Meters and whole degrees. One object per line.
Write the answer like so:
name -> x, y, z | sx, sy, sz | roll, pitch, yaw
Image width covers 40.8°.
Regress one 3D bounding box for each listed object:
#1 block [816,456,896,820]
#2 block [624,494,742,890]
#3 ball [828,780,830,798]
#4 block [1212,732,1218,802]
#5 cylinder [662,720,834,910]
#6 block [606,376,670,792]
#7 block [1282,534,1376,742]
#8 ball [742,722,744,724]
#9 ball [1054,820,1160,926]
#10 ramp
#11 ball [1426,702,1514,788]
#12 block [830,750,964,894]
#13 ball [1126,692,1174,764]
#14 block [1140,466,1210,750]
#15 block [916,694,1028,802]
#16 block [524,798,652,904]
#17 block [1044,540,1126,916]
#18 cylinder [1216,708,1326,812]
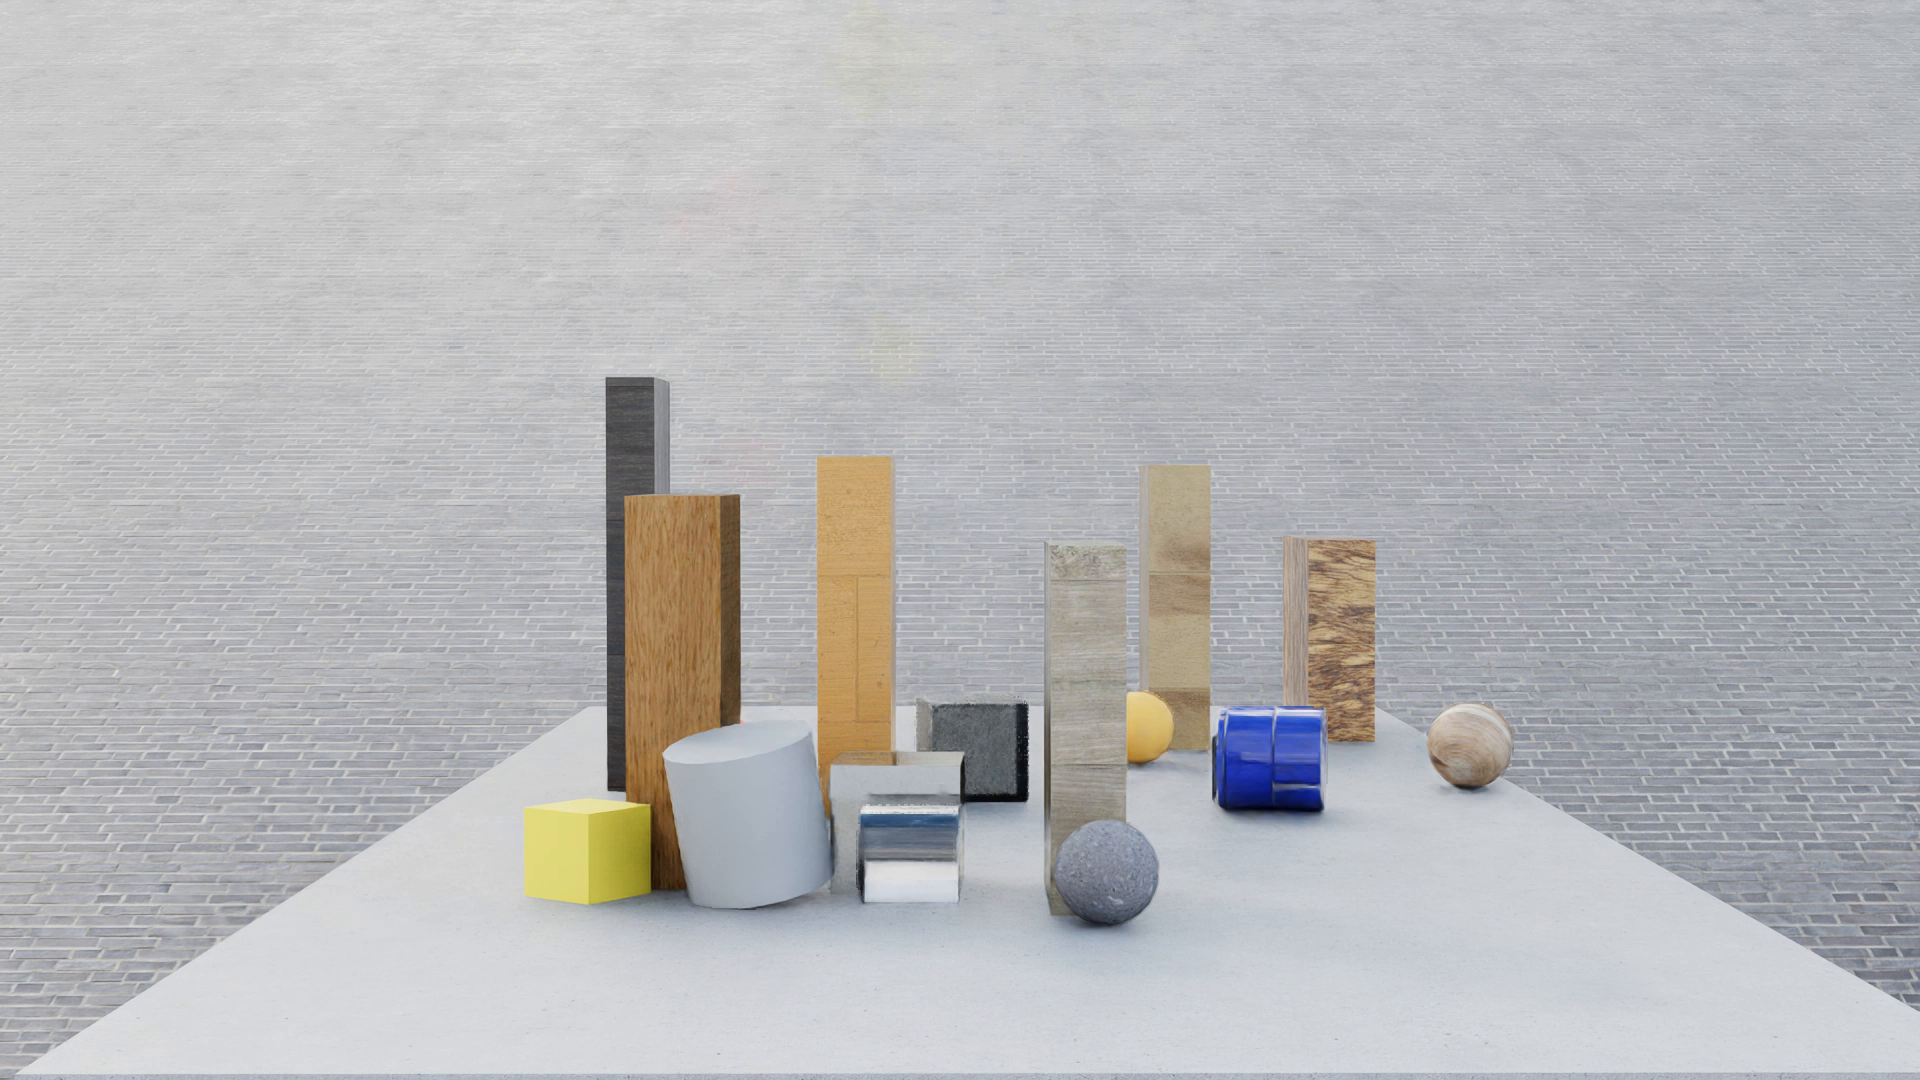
block -> -0.182, 0.164, 4.606 | 0.126, 0.623, 0.361 | 0, 2, 0
block -> -0.410, 0.214, 3.854 | 0.136, 0.563, 0.342 | 0, 2, 0
ball -> -0.165, 0.422, 4.373 | 0.119, 0.119, 0.119 | 0, 26, 0
block -> 0.522, 0.414, 4.696 | 0.117, 0.117, 0.117 | 0, 2, 11
cylinder -> -0.294, 0.380, 3.591 | 0.207, 0.207, 0.207 | -9, 10, 1
block -> -0.614, 0.080, 4.940 | 0.091, 0.774, 0.261 | 0, 2, 0
block -> 0.841, 0.217, 5.908 | 0.147, 0.446, 0.448 | 0, 2, 0
ball -> -0.422, 0.388, 4.396 | 0.187, 0.187, 0.187 | 0, 26, 0
ball -> 0.194, 0.438, 3.402 | 0.139, 0.139, 0.139 | 0, 26, 0
ramp -> 0.058, 0.526, 4.564 | 2.000, 0.100, 4.000 | 0, 2, 0
ball -> 0.962, 0.388, 4.866 | 0.160, 0.160, 0.160 | 0, 26, 0
block -> -0.088, 0.407, 3.734 | 0.183, 0.183, 0.183 | 0, 2, 2
ball -> 0.364, 0.384, 5.273 | 0.147, 0.147, 0.147 | 0, 26, 0
block -> 0.470, 0.141, 5.668 | 0.131, 0.610, 0.295 | 0, 2, 0
block -> 0.021, 0.383, 4.747 | 0.178, 0.178, 0.178 | 0, 2, -11
block -> -0.526, 0.439, 3.647 | 0.125, 0.125, 0.125 | 1, 2, 36
block -> 0.173, 0.253, 3.600 | 0.102, 0.498, 0.267 | 0, 2, 0
cylinder -> 0.549, 0.385, 4.536 | 0.179, 0.179, 0.179 | 1, 25, 11
